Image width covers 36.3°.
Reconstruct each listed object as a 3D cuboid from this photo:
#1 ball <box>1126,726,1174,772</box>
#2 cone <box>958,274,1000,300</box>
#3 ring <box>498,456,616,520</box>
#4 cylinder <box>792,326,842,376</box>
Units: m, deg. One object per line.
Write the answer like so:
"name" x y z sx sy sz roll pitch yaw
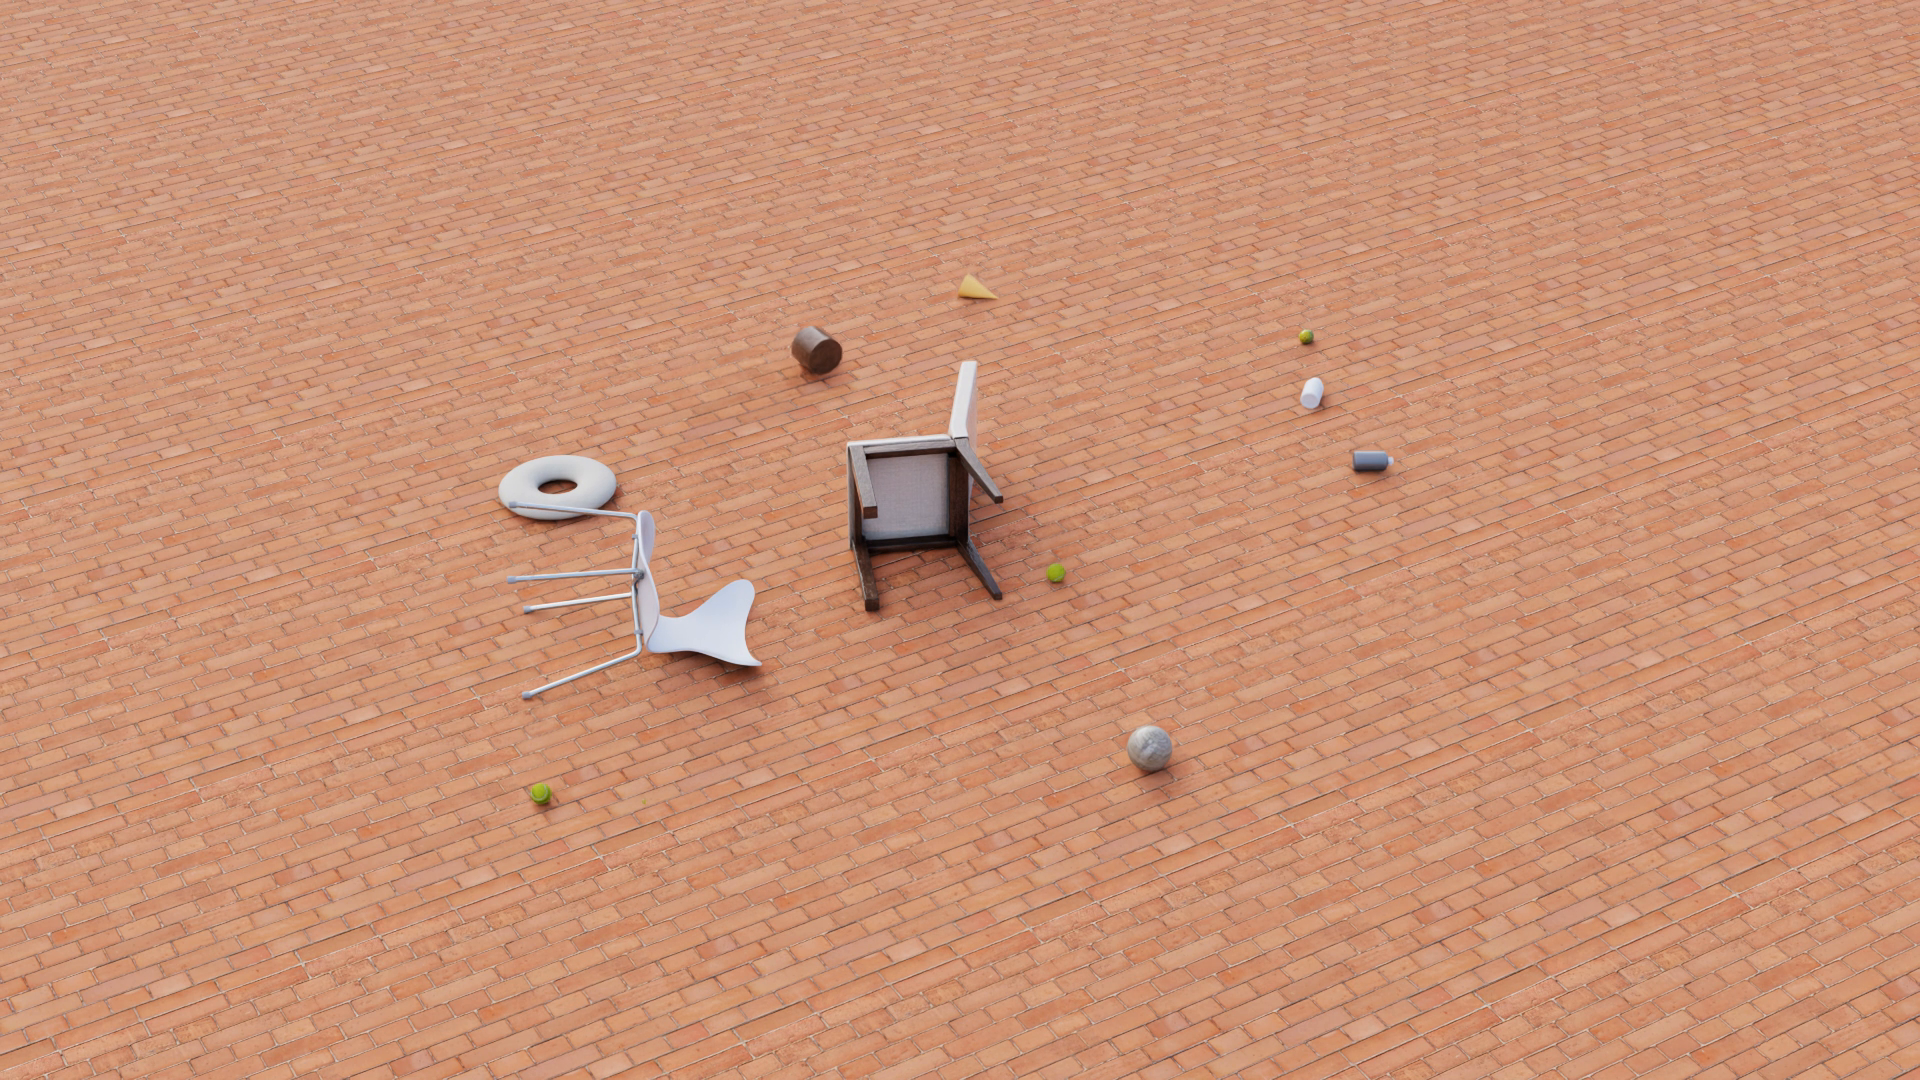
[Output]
"ball" 0.632 0.692 9.754 0.153 0.153 0.153 0 33 0
"cone" 0.092 -1.059 12.512 0.169 0.089 0.128 23 42 7
"ring" -1.535 -0.202 11.185 0.451 0.073 0.417 -5 34 -7
"cylinder" -0.586 -0.773 11.973 0.162 0.158 0.132 5 23 -43
